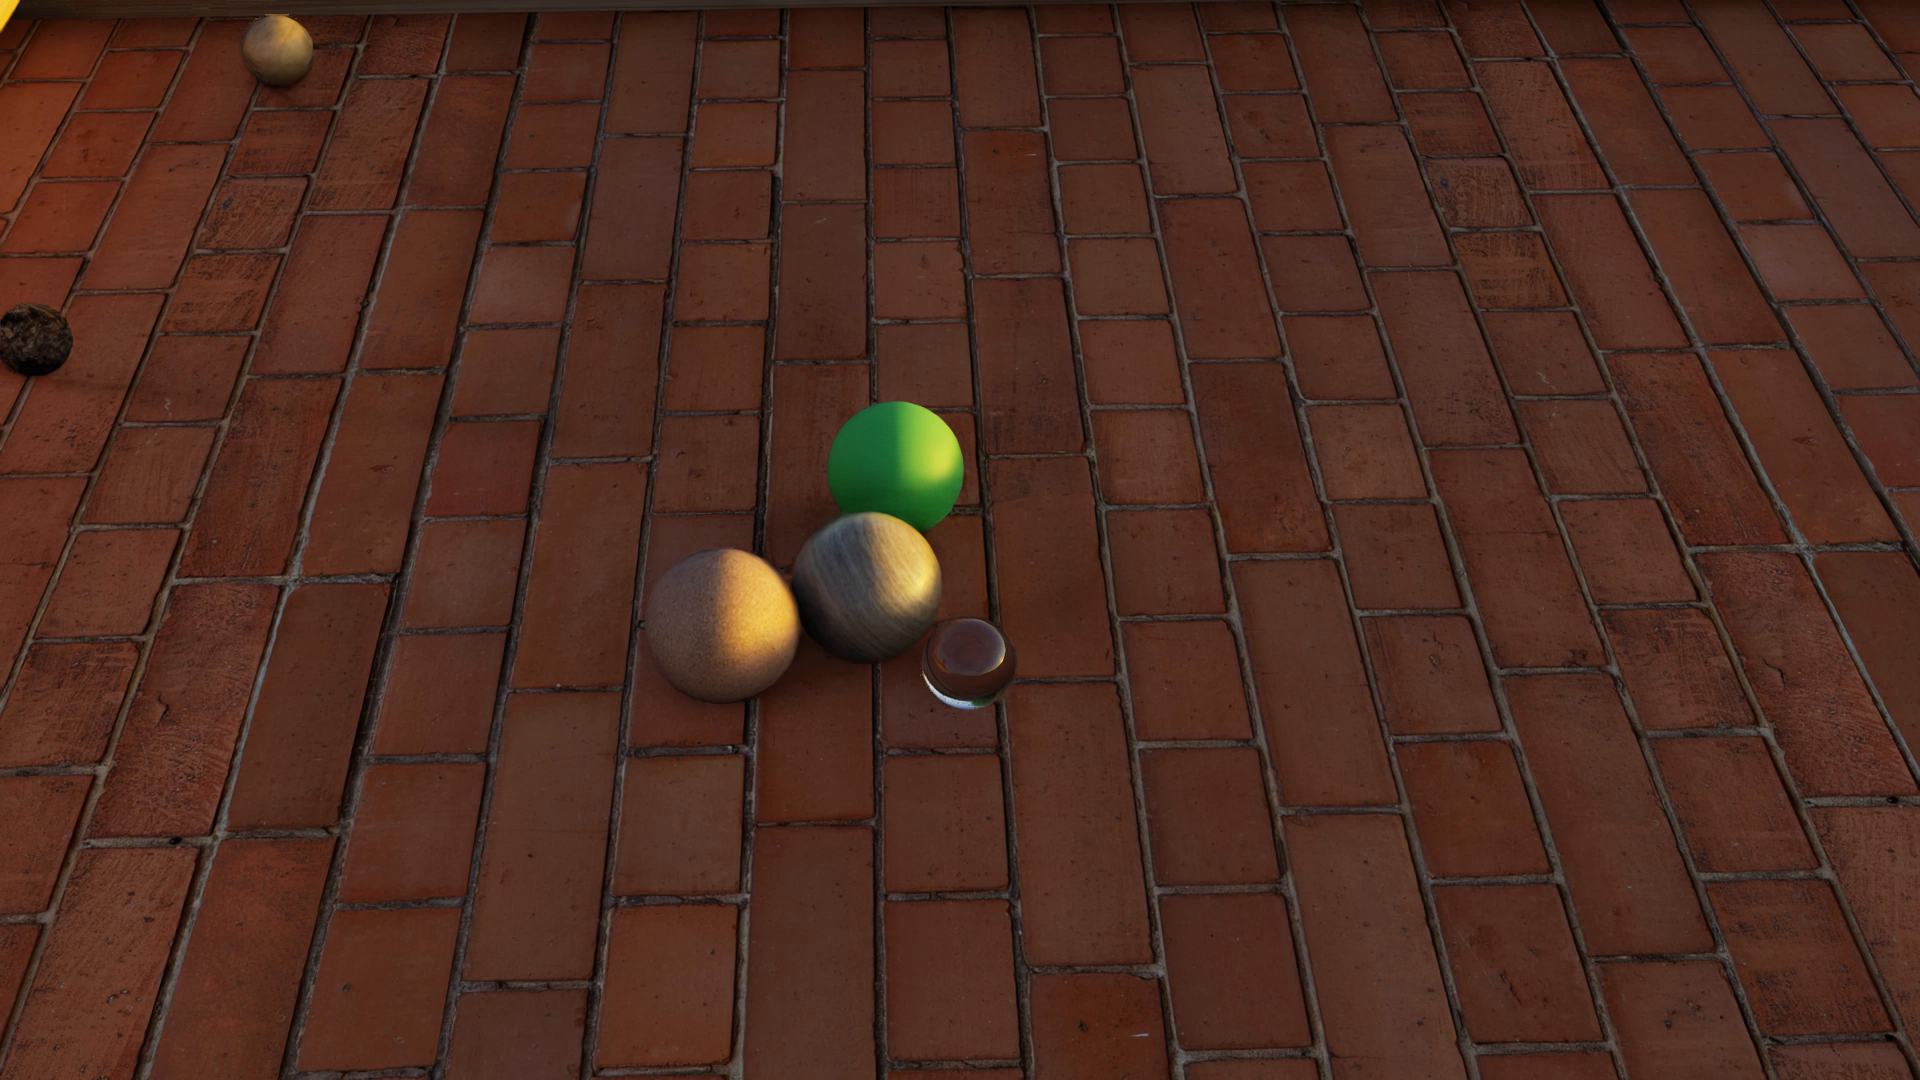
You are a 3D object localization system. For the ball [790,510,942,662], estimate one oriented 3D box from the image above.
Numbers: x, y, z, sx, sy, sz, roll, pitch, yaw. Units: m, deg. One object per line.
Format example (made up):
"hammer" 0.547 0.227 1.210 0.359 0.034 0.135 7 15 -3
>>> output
"ball" -0.058 0.029 1.597 0.094 0.094 0.094 0 36 0

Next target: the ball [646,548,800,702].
"ball" -0.144 0.052 1.565 0.094 0.094 0.094 0 36 0

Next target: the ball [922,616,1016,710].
"ball" 0.005 0.075 1.564 0.057 0.057 0.057 0 36 0

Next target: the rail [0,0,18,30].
"rail" -0.829 -0.001 1.613 0.045 0.122 1.821 -1 36 -2

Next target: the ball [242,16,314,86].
"ball" -0.600 -0.430 2.257 0.062 0.062 0.062 0 36 0

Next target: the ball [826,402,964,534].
"ball" -0.043 -0.047 1.703 0.091 0.091 0.091 0 36 0

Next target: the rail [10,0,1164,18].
"rail" 0.822 -0.556 2.378 3.414 0.122 0.045 -1 36 -2

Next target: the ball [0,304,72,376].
"ball" -0.676 -0.146 1.873 0.053 0.053 0.053 0 36 0
